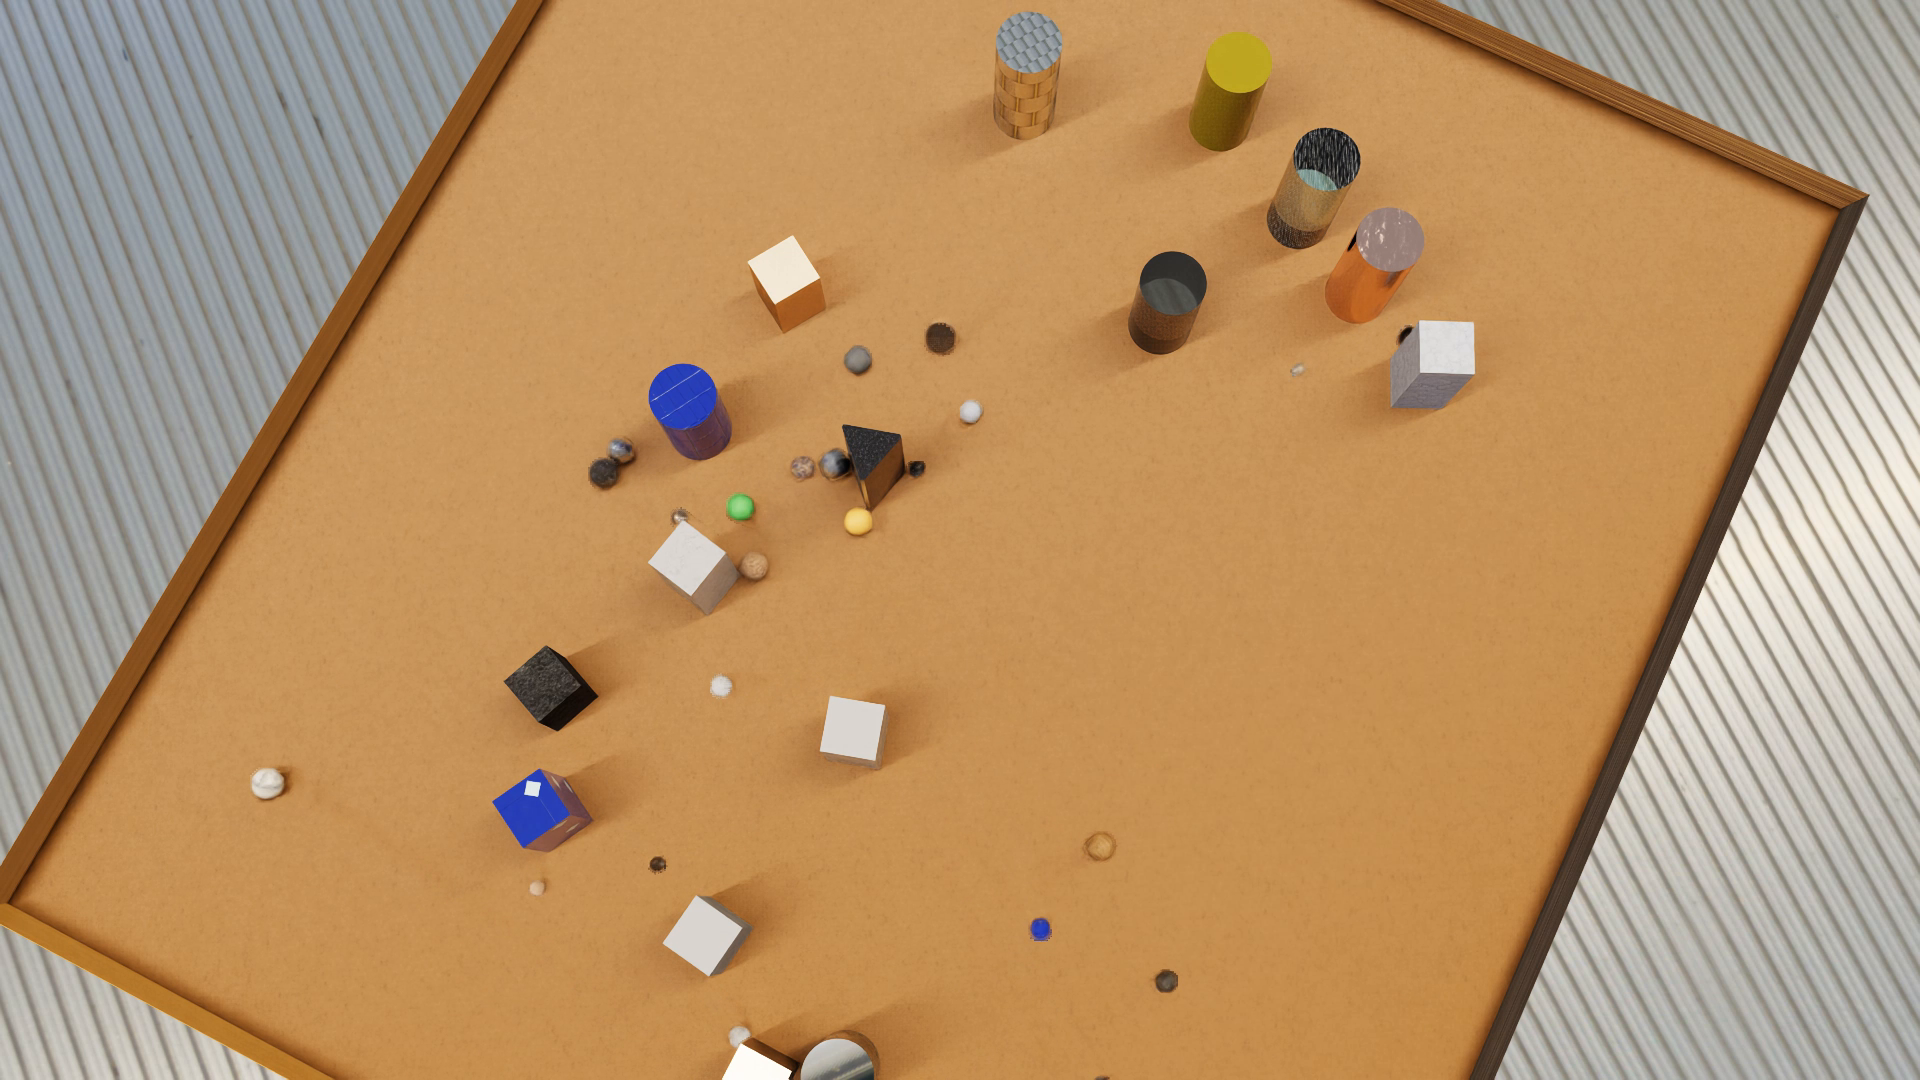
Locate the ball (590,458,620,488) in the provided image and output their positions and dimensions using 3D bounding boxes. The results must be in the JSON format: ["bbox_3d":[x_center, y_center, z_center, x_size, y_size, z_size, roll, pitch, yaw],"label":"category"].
[{"bbox_3d":[-1.087,-0.203,5.612,0.091,0.091,0.091,0,78,0],"label":"ball"}]

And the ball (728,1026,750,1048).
[{"bbox_3d":[-0.637,1.434,5.288,0.062,0.062,0.062,0,78,0],"label":"ball"}]

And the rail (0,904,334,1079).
[{"bbox_3d":[-0.993,1.952,5.146,4.094,0.129,0.045,26,80,5],"label":"rail"}]

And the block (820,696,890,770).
[{"bbox_3d":[-0.304,0.564,5.335,0.158,0.323,0.158,10,78,2],"label":"block"}]

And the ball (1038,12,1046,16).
[{"bbox_3d":[0.254,-1.665,5.922,0.076,0.076,0.076,0,78,0],"label":"ball"}]

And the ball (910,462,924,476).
[{"bbox_3d":[-0.133,-0.218,5.638,0.046,0.046,0.046,0,78,0],"label":"ball"}]

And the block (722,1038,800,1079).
[{"bbox_3d":[-0.568,1.518,5.153,0.158,0.293,0.158,27,80,5],"label":"block"}]

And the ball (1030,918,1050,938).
[{"bbox_3d":[0.234,1.134,5.351,0.061,0.061,0.061,0,78,0],"label":"ball"}]

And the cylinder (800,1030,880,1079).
[{"bbox_3d":[-0.329,1.480,5.109,0.198,0.393,0.198,0,78,0],"label":"cylinder"}]

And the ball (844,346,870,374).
[{"bbox_3d":[-0.319,-0.557,5.689,0.083,0.083,0.083,0,78,0],"label":"ball"}]

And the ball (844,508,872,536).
[{"bbox_3d":[-0.309,-0.057,5.585,0.086,0.086,0.086,0,78,0],"label":"ball"}]

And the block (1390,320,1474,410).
[{"bbox_3d":[1.422,-0.525,5.534,0.158,0.374,0.158,2,78,0],"label":"block"}]

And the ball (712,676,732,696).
[{"bbox_3d":[-0.714,0.438,5.494,0.063,0.063,0.063,0,78,0],"label":"ball"}]

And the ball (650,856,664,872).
[{"bbox_3d":[-0.891,0.954,5.396,0.045,0.045,0.045,0,78,0],"label":"ball"}]

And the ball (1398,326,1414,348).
[{"bbox_3d":[1.408,-0.620,5.698,0.092,0.092,0.092,0,78,0],"label":"ball"}]

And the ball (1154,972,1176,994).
[{"bbox_3d":[0.597,1.283,5.319,0.062,0.062,0.062,0,78,0],"label":"ball"}]

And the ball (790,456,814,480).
[{"bbox_3d":[-0.485,-0.222,5.626,0.071,0.071,0.071,0,78,0],"label":"ball"}]

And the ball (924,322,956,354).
[{"bbox_3d":[-0.059,-0.629,5.696,0.099,0.099,0.099,0,78,0],"label":"ball"}]

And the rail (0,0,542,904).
[{"bbox_3d":[-1.810,-0.879,5.732,0.045,0.129,4.490,26,80,5],"label":"rail"}]

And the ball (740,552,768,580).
[{"bbox_3d":[-0.626,0.080,5.555,0.088,0.088,0.088,0,78,0],"label":"ball"}]

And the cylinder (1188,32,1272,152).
[{"bbox_3d":[0.835,-1.385,5.687,0.198,0.425,0.198,0,78,0],"label":"cylinder"}]

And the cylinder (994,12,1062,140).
[{"bbox_3d":[0.206,-1.429,5.670,0.198,0.474,0.198,0,78,0],"label":"cylinder"}]

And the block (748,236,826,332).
[{"bbox_3d":[-0.529,-0.782,5.635,0.158,0.281,0.158,-32,80,-6],"label":"block"}]

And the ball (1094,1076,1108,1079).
[{"bbox_3d":[0.405,1.572,5.261,0.060,0.060,0.060,0,78,0],"label":"ball"}]

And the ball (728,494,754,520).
[{"bbox_3d":[-0.669,-0.100,5.595,0.083,0.083,0.083,0,78,0],"label":"ball"}]

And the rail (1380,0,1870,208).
[{"bbox_3d":[0.993,-1.939,5.951,4.094,0.129,0.045,26,80,5],"label":"rail"}]

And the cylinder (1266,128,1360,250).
[{"bbox_3d":[1.074,-1.066,5.594,0.198,0.476,0.198,0,78,0],"label":"cylinder"}]

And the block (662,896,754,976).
[{"bbox_3d":[-0.715,1.128,5.231,0.158,0.297,0.158,34,80,7],"label":"block"}]

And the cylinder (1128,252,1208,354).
[{"bbox_3d":[0.627,-0.716,5.569,0.198,0.384,0.198,0,78,0],"label":"cylinder"}]

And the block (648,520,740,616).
[{"bbox_3d":[-0.781,0.087,5.416,0.158,0.357,0.158,37,81,7],"label":"block"}]

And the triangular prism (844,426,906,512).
[{"bbox_3d":[-0.280,-0.239,5.451,0.148,0.422,0.171,40,81,8],"label":"triangular prism"}]

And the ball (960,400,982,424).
[{"bbox_3d":[0.032,-0.395,5.664,0.068,0.068,0.068,0,78,0],"label":"ball"}]

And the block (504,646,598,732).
[{"bbox_3d":[-1.200,0.439,5.392,0.158,0.262,0.158,-41,81,-8],"label":"block"}]

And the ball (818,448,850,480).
[{"bbox_3d":[-0.385,-0.231,5.614,0.099,0.099,0.099,0,78,0],"label":"ball"}]

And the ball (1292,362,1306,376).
[{"bbox_3d":[1.057,-0.533,5.705,0.042,0.042,0.042,0,78,0],"label":"ball"}]

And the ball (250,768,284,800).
[{"bbox_3d":[-2.048,0.720,5.420,0.092,0.092,0.092,0,78,0],"label":"ball"}]

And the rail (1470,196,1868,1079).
[{"bbox_3d":[1.810,0.893,5.365,0.045,0.129,4.490,26,80,5],"label":"rail"}]

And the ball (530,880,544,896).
[{"bbox_3d":[-1.243,1.022,5.382,0.045,0.045,0.045,0,78,0],"label":"ball"}]

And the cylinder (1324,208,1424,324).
[{"bbox_3d":[1.248,-0.824,5.546,0.198,0.473,0.198,0,78,0],"label":"cylinder"}]

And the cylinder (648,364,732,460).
[{"bbox_3d":[-0.806,-0.380,5.505,0.198,0.372,0.198,0,78,0],"label":"cylinder"}]

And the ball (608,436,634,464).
[{"bbox_3d":[-1.041,-0.276,5.631,0.083,0.083,0.083,0,78,0],"label":"ball"}]

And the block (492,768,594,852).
[{"bbox_3d":[-1.198,0.783,5.283,0.158,0.336,0.158,-35,80,-7],"label":"block"}]

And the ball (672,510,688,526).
[{"bbox_3d":[-0.859,-0.069,5.606,0.049,0.049,0.049,0,78,0],"label":"ball"}]

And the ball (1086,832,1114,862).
[{"bbox_3d":[0.413,0.903,5.387,0.084,0.084,0.084,0,78,0],"label":"ball"}]
